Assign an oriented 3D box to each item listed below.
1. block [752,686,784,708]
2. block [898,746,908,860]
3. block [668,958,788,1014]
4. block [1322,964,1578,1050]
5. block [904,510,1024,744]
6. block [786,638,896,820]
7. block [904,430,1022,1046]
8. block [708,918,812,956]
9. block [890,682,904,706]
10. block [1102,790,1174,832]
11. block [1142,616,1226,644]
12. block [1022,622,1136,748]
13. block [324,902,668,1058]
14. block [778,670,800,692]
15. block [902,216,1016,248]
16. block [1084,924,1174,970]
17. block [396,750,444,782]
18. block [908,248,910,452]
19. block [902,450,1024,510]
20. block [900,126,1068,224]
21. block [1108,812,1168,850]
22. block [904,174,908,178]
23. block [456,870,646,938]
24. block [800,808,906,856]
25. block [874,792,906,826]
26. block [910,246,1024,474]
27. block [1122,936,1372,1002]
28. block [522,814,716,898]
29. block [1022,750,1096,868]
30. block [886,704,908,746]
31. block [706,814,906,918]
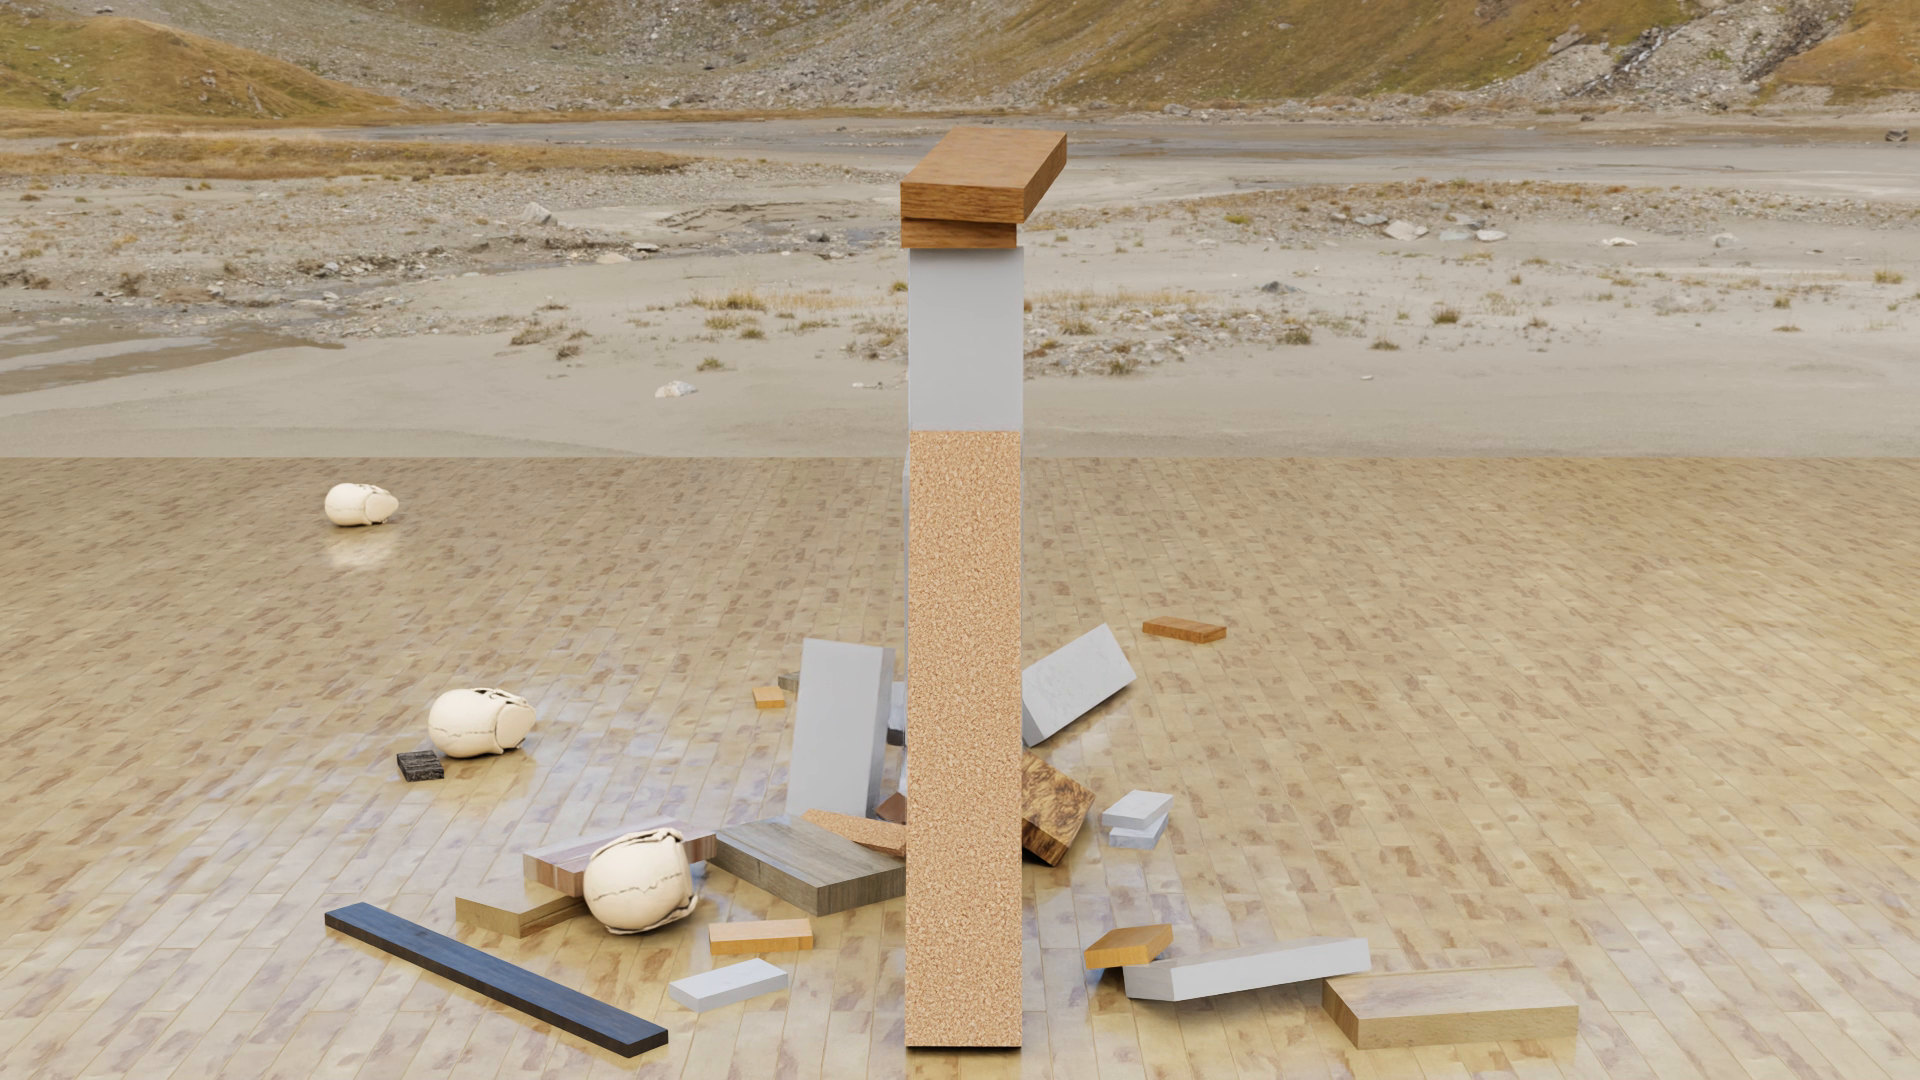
[{"bbox_3d":[-0.428,0.351,4.907,0.062,0.017,0.123,-2,11,-10],"label":"block"},{"bbox_3d":[-0.034,0.439,3.949,0.155,0.044,0.311,-27,22,15],"label":"block"},{"bbox_3d":[-0.341,0.657,3.247,0.158,0.022,0.079,-9,14,-39],"label":"block"},{"bbox_3d":[0.697,0.665,3.141,0.321,0.046,0.161,-2,11,-9],"label":"block"},{"bbox_3d":[0.005,0.125,3.331,0.178,0.369,0.050,0,11,0],"label":"block"},{"bbox_3d":[-0.219,0.355,4.010,0.168,0.336,0.048,6,-1,28],"label":"block"},{"bbox_3d":[0.006,0.272,3.128,0.161,0.872,0.046,0,-12,0],"label":"block"},{"bbox_3d":[-0.312,0.621,3.442,0.158,0.022,0.079,-2,11,-9],"label":"block"},{"bbox_3d":[-0.034,0.331,4.275,0.175,0.050,0.350,1,-13,3],"label":"block"},{"bbox_3d":[0.326,0.492,4.010,0.080,0.023,0.159,5,12,25],"label":"block"},{"bbox_3d":[0.566,0.226,5.552,0.192,0.027,0.096,10,14,42],"label":"block"},{"bbox_3d":[0.238,0.309,4.788,0.041,0.145,0.568,-31,-4,26],"label":"block"},{"bbox_3d":[-0.712,0.649,3.294,0.765,0.020,0.071,10,14,42],"label":"block"},{"bbox_3d":[-0.312,0.329,4.998,0.192,0.027,0.096,9,14,39],"label":"block"},{"bbox_3d":[0.000,-0.473,3.321,0.166,0.047,0.332,0,11,1],"label":"block"},{"bbox_3d":[0.257,0.614,3.327,0.095,0.027,0.190,-9,-2,16],"label":"block"},{"bbox_3d":[-1.073,0.449,4.372,0.071,0.020,0.142,-4,11,-22],"label":"block"},{"bbox_3d":[0.002,-0.308,3.466,0.166,0.332,0.047,0,11,0],"label":"block"},{"bbox_3d":[0.005,-0.103,3.409,0.178,0.050,0.355,0,11,0],"label":"block"},{"bbox_3d":[0.041,-0.548,3.277,0.179,0.051,0.357,5,24,11],"label":"block"},{"bbox_3d":[0.324,0.522,3.974,0.080,0.023,0.159,3,11,15],"label":"block"},{"bbox_3d":[0.011,-0.565,3.543,0.179,0.051,0.357,0,11,2],"label":"block"},{"bbox_3d":[-0.670,0.579,3.616,0.145,0.041,0.290,7,13,34],"label":"block"},{"bbox_3d":[-0.184,0.507,3.826,0.055,0.016,0.375,-42,21,-27],"label":"block"},{"bbox_3d":[-0.107,0.481,3.879,0.055,0.016,0.110,-38,22,-13],"label":"block"},{"bbox_3d":[0.010,-0.266,3.245,0.166,0.332,0.047,0,11,1],"label":"block"},{"bbox_3d":[0.419,0.626,3.218,0.321,0.046,0.161,-4,-7,-22],"label":"block"},{"bbox_3d":[-0.567,0.526,3.677,0.290,0.041,0.145,-10,15,-44],"label":"block"},{"bbox_3d":[0.145,0.478,3.947,0.155,0.044,0.310,33,15,5],"label":"block"},{"bbox_3d":[-0.093,0.357,4.168,0.155,0.044,0.325,-8,-15,36],"label":"block"},{"bbox_3d":[-0.267,0.550,3.745,0.179,0.051,0.357,-8,13,-36],"label":"block"}]
